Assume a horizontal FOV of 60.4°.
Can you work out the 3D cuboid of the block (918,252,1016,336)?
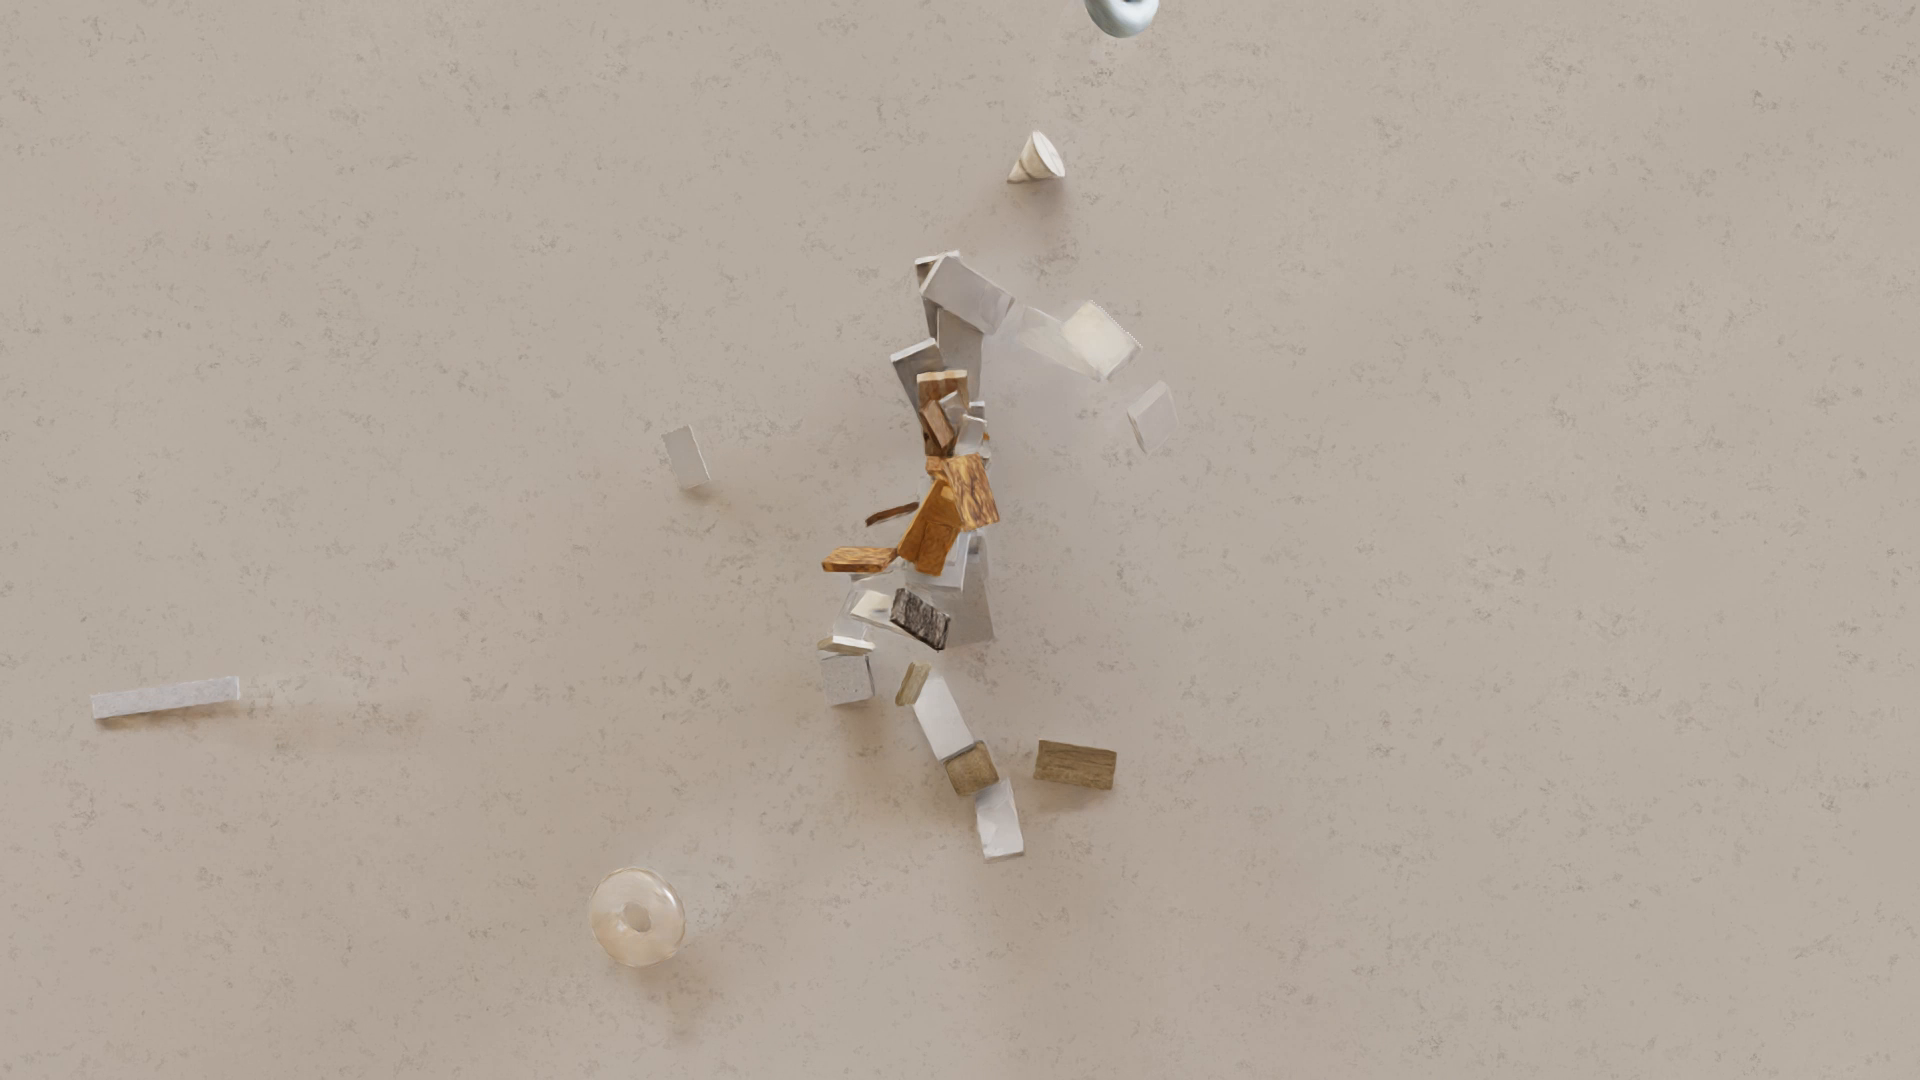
[{"bbox_3d":[0.024,-0.789,5.317,0.290,0.041,0.145,28,98,-27],"label":"block"}]

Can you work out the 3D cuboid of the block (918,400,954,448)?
[{"bbox_3d":[-0.072,-0.351,5.024,0.066,0.019,0.131,-48,120,-39],"label":"block"}]

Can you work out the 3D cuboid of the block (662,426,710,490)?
[{"bbox_3d":[-0.912,-0.274,5.486,0.097,0.028,0.194,-21,90,0],"label":"block"}]

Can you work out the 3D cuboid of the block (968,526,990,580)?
[{"bbox_3d":[-0.002,0.046,5.328,0.177,0.354,0.050,-7,66,0],"label":"block"}]

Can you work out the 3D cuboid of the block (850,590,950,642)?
[{"bbox_3d":[-0.180,0.233,4.977,0.295,0.029,0.102,16,52,29],"label":"block"}]

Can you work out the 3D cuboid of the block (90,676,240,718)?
[{"bbox_3d":[-2.642,0.524,5.489,0.483,0.022,0.078,-8,90,0],"label":"block"}]

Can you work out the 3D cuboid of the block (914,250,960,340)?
[{"bbox_3d":[-0.050,-0.792,5.407,0.145,0.041,0.290,-12,121,-1],"label":"block"}]

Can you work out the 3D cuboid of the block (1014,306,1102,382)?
[{"bbox_3d":[0.319,-0.614,5.137,0.033,0.405,0.117,8,108,-40],"label":"block"}]

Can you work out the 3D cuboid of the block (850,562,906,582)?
[{"bbox_3d":[-0.246,0.097,4.953,0.154,0.077,0.022,-14,84,13],"label":"block"}]

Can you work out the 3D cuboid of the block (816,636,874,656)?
[{"bbox_3d":[-0.338,0.314,4.885,0.156,0.078,0.022,14,62,-40],"label":"block"}]

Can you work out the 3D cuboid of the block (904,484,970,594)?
[{"bbox_3d":[-0.060,-0.018,5.138,0.177,0.050,0.354,6,69,5],"label":"block"}]

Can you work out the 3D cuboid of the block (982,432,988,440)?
[{"bbox_3d":[0.042,-0.334,5.237,0.066,0.131,0.019,-4,104,-13],"label":"block"}]

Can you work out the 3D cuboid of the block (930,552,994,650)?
[{"bbox_3d":[0.000,0.200,5.364,0.177,0.050,0.354,-11,132,0],"label":"block"}]

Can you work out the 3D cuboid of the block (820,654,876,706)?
[{"bbox_3d":[-0.370,0.453,5.426,0.149,0.149,0.149,-11,90,0],"label":"block"}]

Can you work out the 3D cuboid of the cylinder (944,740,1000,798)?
[{"bbox_3d":[0.036,0.752,5.424,0.148,0.148,0.148,-24,90,-2],"label":"cylinder"}]

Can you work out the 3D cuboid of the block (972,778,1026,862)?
[{"bbox_3d":[0.124,0.920,5.412,0.131,0.037,0.261,-12,56,0],"label":"block"}]

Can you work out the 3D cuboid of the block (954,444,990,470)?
[{"bbox_3d":[0.039,-0.247,4.968,0.103,0.400,0.029,5,87,1],"label":"block"}]

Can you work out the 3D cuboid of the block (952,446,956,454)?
[{"bbox_3d":[0.025,-0.272,5.272,0.075,0.149,0.021,5,104,-15],"label":"block"}]

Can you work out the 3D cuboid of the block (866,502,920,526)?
[{"bbox_3d":[-0.205,-0.079,5.037,0.154,0.077,0.022,-17,83,-29],"label":"block"}]

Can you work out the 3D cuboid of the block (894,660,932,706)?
[{"bbox_3d":[-0.147,0.450,5.190,0.022,0.078,0.156,41,120,35],"label":"block"}]

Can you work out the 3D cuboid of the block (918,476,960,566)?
[{"bbox_3d":[-0.068,-0.060,5.077,0.137,0.039,0.275,4,69,5],"label":"block"}]

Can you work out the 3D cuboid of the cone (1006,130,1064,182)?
[{"bbox_3d":[0.222,-1.230,5.460,0.178,0.178,0.178,-30,90,27],"label":"cone"}]

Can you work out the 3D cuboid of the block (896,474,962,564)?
[{"bbox_3d":[-0.069,-0.048,4.939,0.137,0.039,0.275,25,108,-15],"label":"block"}]

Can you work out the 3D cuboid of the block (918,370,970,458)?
[{"bbox_3d":[-0.045,-0.400,5.288,0.154,0.044,0.309,-6,129,0],"label":"block"}]

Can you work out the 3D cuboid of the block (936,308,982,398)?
[{"bbox_3d":[-0.003,-0.616,5.428,0.145,0.041,0.290,0,106,-10],"label":"block"}]

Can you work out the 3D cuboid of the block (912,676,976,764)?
[{"bbox_3d":[-0.063,0.590,5.424,0.131,0.037,0.261,-26,64,-3],"label":"block"}]

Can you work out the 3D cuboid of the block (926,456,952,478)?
[{"bbox_3d":[-0.024,-0.210,5.143,0.137,0.507,0.039,6,87,2],"label":"block"}]

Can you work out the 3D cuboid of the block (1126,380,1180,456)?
[{"bbox_3d":[0.498,-0.310,4.227,0.117,0.233,0.033,-42,65,-4],"label":"block"}]

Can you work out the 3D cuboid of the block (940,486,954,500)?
[{"bbox_3d":[0.020,-0.122,4.782,0.103,0.206,0.029,14,93,-15],"label":"block"}]

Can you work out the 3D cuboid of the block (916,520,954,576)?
[{"bbox_3d":[-0.077,0.025,4.913,0.077,0.022,0.154,14,98,-4],"label":"block"}]

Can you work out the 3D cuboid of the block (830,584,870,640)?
[{"bbox_3d":[-0.334,0.250,5.215,0.097,0.028,0.194,23,79,6],"label":"block"}]

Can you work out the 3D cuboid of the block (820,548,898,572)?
[{"bbox_3d":[-0.293,0.058,4.827,0.203,0.102,0.029,0,117,29],"label":"block"}]

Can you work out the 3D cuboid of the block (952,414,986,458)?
[{"bbox_3d":[0.029,-0.310,5.157,0.075,0.021,0.149,16,111,2],"label":"block"}]

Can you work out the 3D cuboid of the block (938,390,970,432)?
[{"bbox_3d":[-0.013,-0.405,5.221,0.066,0.019,0.131,-32,131,-5],"label":"block"}]

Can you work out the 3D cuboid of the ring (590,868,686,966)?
[{"bbox_3d":[-1.059,1.238,5.412,0.339,0.113,0.339,3,101,16],"label":"ring"}]

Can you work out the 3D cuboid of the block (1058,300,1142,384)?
[{"bbox_3d":[0.367,-0.523,4.335,0.117,0.033,0.233,-47,49,9],"label":"block"}]

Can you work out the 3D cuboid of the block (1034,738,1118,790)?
[{"bbox_3d":[0.383,0.747,5.482,0.261,0.037,0.131,9,90,0],"label":"block"}]

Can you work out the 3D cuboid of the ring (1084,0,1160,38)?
[{"bbox_3d":[0.438,-1.505,4.478,0.275,0.092,0.275,-7,100,-43],"label":"ring"}]

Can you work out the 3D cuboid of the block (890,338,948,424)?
[{"bbox_3d":[-0.096,-0.497,5.388,0.154,0.044,0.309,-22,124,5],"label":"block"}]

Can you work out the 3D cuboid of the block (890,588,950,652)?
[{"bbox_3d":[-0.114,0.230,4.749,0.203,0.029,0.102,35,54,-36],"label":"block"}]

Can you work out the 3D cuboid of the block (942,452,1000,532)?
[{"bbox_3d":[0.033,-0.136,4.663,0.103,0.029,0.206,-16,88,-19],"label":"block"}]

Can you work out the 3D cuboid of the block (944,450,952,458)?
[{"bbox_3d":[0.002,-0.255,5.290,0.075,0.149,0.021,12,102,-16],"label":"block"}]

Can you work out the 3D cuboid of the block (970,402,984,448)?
[{"bbox_3d":[0.001,-0.300,5.427,0.154,0.044,0.309,0,110,0],"label":"block"}]
